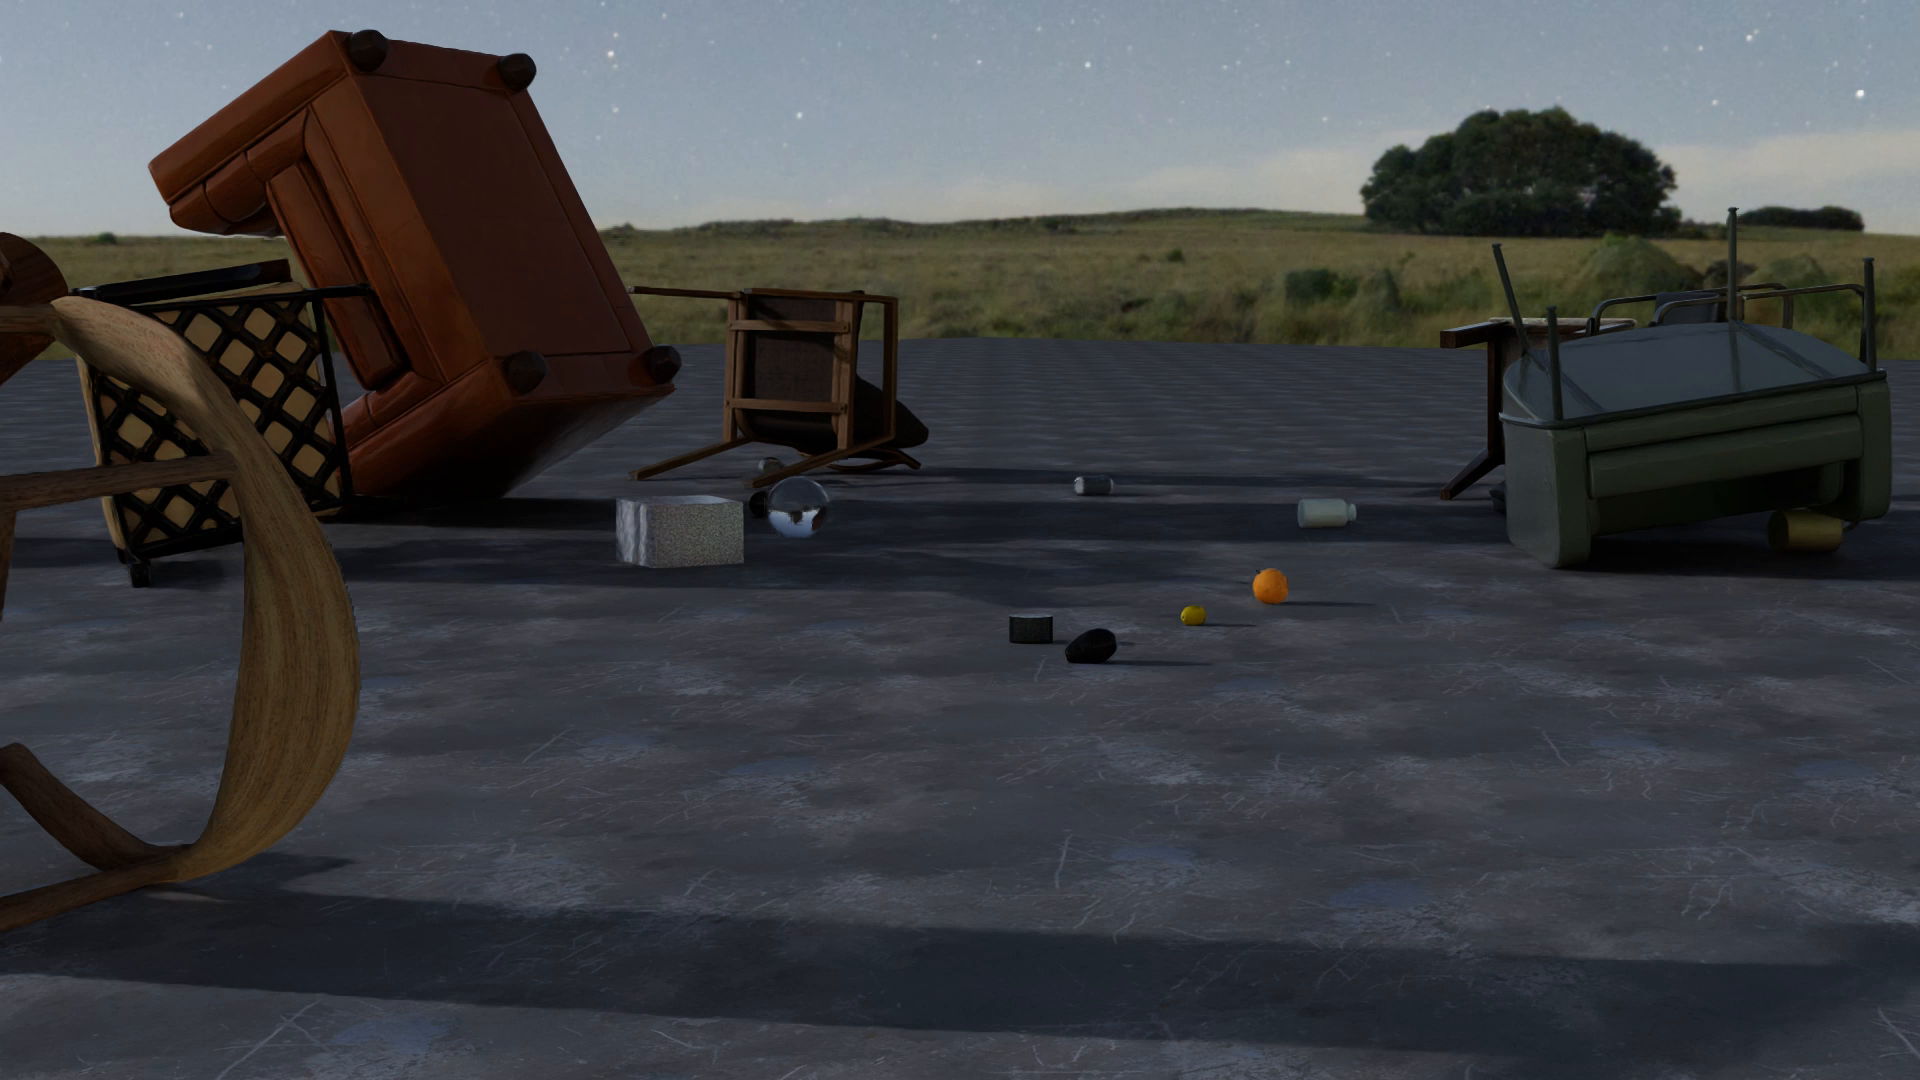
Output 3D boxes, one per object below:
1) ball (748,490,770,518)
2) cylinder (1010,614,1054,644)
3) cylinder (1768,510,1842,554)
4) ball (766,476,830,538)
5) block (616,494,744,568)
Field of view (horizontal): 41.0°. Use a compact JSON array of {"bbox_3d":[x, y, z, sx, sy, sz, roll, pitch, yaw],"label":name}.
[{"bbox_3d":[-0.539,-0.099,7.006,0.075,0.075,0.075,0,6,0],"label":"ball"},{"bbox_3d":[0.128,0.160,4.627,0.079,0.048,0.059,0,6,-3],"label":"cylinder"},{"bbox_3d":[2.010,-0.020,6.103,0.136,0.103,0.109,-1,9,-9],"label":"cylinder"},{"bbox_3d":[-0.407,-0.082,6.433,0.158,0.158,0.158,0,6,0],"label":"ball"},{"bbox_3d":[-0.650,-0.022,5.935,0.223,0.141,0.226,-3,7,-29],"label":"block"}]
